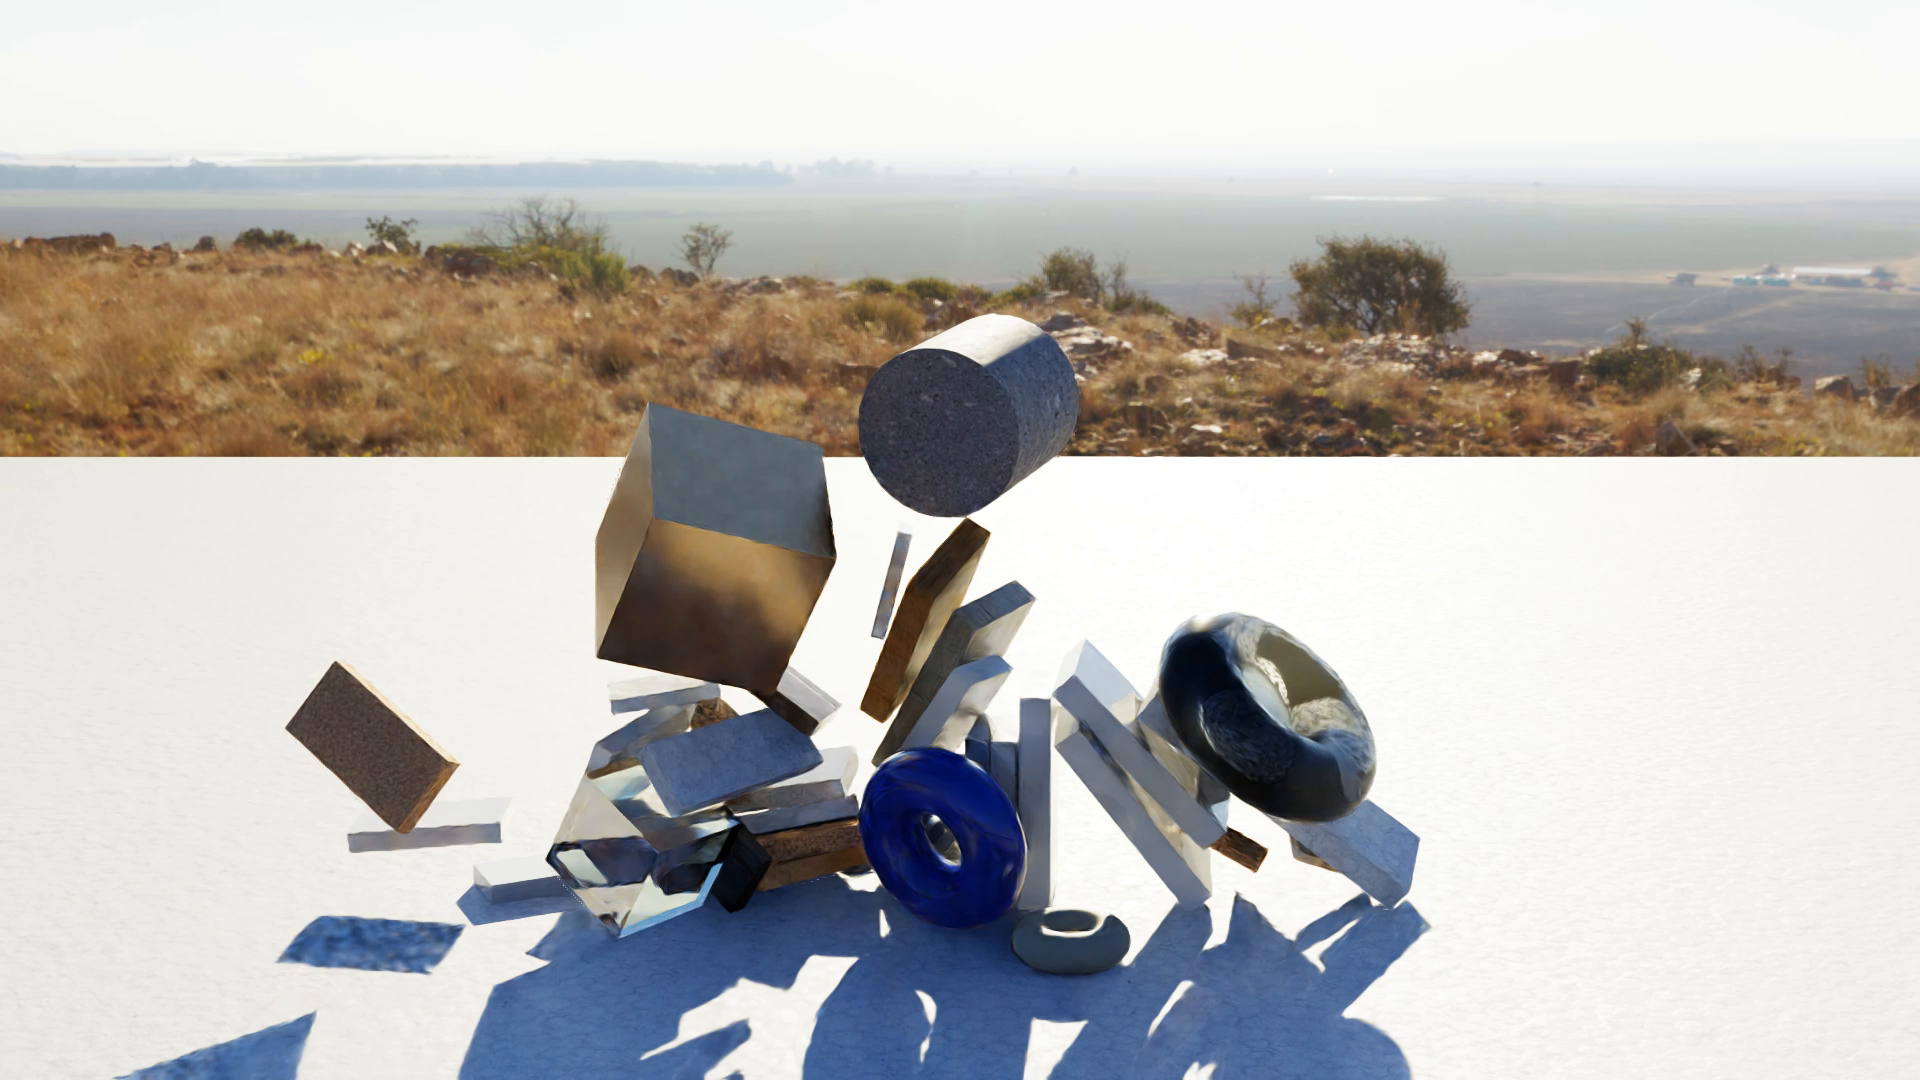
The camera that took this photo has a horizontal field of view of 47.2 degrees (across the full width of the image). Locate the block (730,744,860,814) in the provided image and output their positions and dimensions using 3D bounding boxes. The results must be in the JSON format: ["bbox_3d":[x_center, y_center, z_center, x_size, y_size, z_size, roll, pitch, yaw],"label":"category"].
[{"bbox_3d":[-0.401,0.432,3.835,0.438,0.040,0.141,-9,17,11],"label":"block"}]

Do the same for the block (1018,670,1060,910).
[{"bbox_3d":[0.131,0.412,3.641,0.051,0.359,0.180,1,11,7],"label":"block"}]

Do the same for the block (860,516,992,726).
[{"bbox_3d":[-0.060,0.136,3.634,0.051,0.359,0.180,33,49,10],"label":"block"}]

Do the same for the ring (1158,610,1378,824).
[{"bbox_3d":[0.501,0.285,3.580,0.414,0.138,0.414,28,31,-19],"label":"ring"}]

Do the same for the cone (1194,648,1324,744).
[{"bbox_3d":[0.496,0.264,3.948,0.222,0.222,0.222,43,1,-14],"label":"cone"}]

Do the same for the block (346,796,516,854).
[{"bbox_3d":[-0.891,0.481,3.714,0.255,0.036,0.127,-4,13,0],"label":"block"}]

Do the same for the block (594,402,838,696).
[{"bbox_3d":[-0.399,0.015,3.523,0.295,0.295,0.295,14,36,-20],"label":"block"}]

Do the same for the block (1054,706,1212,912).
[{"bbox_3d":[0.288,0.429,3.626,0.051,0.359,0.180,-36,10,14],"label":"block"}]

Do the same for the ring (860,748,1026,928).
[{"bbox_3d":[-0.029,0.474,3.491,0.309,0.309,0.103,8,24,37],"label":"ring"}]

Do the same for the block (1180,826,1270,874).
[{"bbox_3d":[0.441,0.499,3.657,0.142,0.020,0.071,29,20,12],"label":"block"}]

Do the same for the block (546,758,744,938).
[{"bbox_3d":[-0.508,0.484,3.531,0.189,0.189,0.189,41,31,25],"label":"block"}]

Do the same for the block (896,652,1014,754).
[{"bbox_3d":[-0.031,0.319,3.664,0.040,0.285,0.143,42,26,18],"label":"block"}]

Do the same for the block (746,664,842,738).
[{"bbox_3d":[-0.319,0.232,3.684,0.240,0.034,0.120,36,17,7],"label":"block"}]

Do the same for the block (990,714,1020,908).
[{"bbox_3d":[0.082,0.447,3.640,0.040,0.285,0.143,2,13,9],"label":"block"}]

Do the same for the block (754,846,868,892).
[{"bbox_3d":[-0.277,0.549,3.689,0.120,0.034,0.239,-12,-3,45],"label":"block"}]

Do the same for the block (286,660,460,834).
[{"bbox_3d":[-0.959,0.336,3.584,0.282,0.141,0.040,37,1,22],"label":"block"}]

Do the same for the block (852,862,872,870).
[{"bbox_3d":[-0.152,0.552,3.834,0.106,0.015,0.053,-8,13,-38],"label":"block"}]

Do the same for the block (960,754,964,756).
[{"bbox_3d":[-0.044,0.412,3.689,0.148,0.021,0.074,-43,-14,22],"label":"block"}]

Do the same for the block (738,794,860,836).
[{"bbox_3d":[-0.300,0.489,3.817,0.255,0.036,0.127,-10,-13,-4],"label":"block"}]

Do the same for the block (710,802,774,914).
[{"bbox_3d":[-0.414,0.483,3.603,0.239,0.120,0.034,46,32,24],"label":"block"}]

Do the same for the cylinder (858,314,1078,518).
[{"bbox_3d":[0.018,-0.210,3.660,0.283,0.283,0.283,4,18,22],"label":"cylinder"}]

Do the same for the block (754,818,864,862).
[{"bbox_3d":[-0.261,0.512,3.735,0.303,0.036,0.127,-9,-2,-8],"label":"block"}]

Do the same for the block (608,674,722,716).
[{"bbox_3d":[-0.492,0.249,3.651,0.180,0.026,0.090,-9,17,-9],"label":"block"}]

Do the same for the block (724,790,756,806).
[{"bbox_3d":[-0.485,0.417,3.789,0.282,0.040,0.141,-8,23,11],"label":"block"}]

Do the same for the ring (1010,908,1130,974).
[{"bbox_3d":[0.170,0.614,3.375,0.185,0.062,0.185,0,10,0],"label":"ring"}]

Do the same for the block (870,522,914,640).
[{"bbox_3d":[-0.111,0.066,3.592,0.025,0.180,0.090,15,11,-2],"label":"block"}]

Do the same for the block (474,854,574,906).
[{"bbox_3d":[-0.634,0.559,3.744,0.361,0.034,0.120,-5,12,-26],"label":"block"}]

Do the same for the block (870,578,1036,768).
[{"bbox_3d":[-0.012,0.237,3.699,0.051,0.359,0.180,41,36,18],"label":"block"}]

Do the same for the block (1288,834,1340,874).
[{"bbox_3d":[0.621,0.523,3.703,0.142,0.020,0.071,19,38,-19],"label":"block"}]

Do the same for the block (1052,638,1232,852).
[{"bbox_3d":[0.302,0.333,3.617,0.051,0.359,0.180,-42,6,19],"label":"block"}]

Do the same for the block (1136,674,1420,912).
[{"bbox_3d":[0.533,0.397,3.653,0.521,0.051,0.180,37,27,0],"label":"block"}]

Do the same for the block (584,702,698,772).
[{"bbox_3d":[-0.535,0.347,3.653,0.034,0.120,0.240,33,30,16],"label":"block"}]

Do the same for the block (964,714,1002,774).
[{"bbox_3d":[0.040,0.447,3.644,0.040,0.285,0.143,2,13,10],"label":"block"}]

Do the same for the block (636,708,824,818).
[{"bbox_3d":[-0.370,0.354,3.581,0.325,0.120,0.034,-14,-23,-49],"label":"block"}]

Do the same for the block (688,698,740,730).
[{"bbox_3d":[-0.451,0.293,3.817,0.090,0.026,0.180,-13,-43,32],"label":"block"}]
